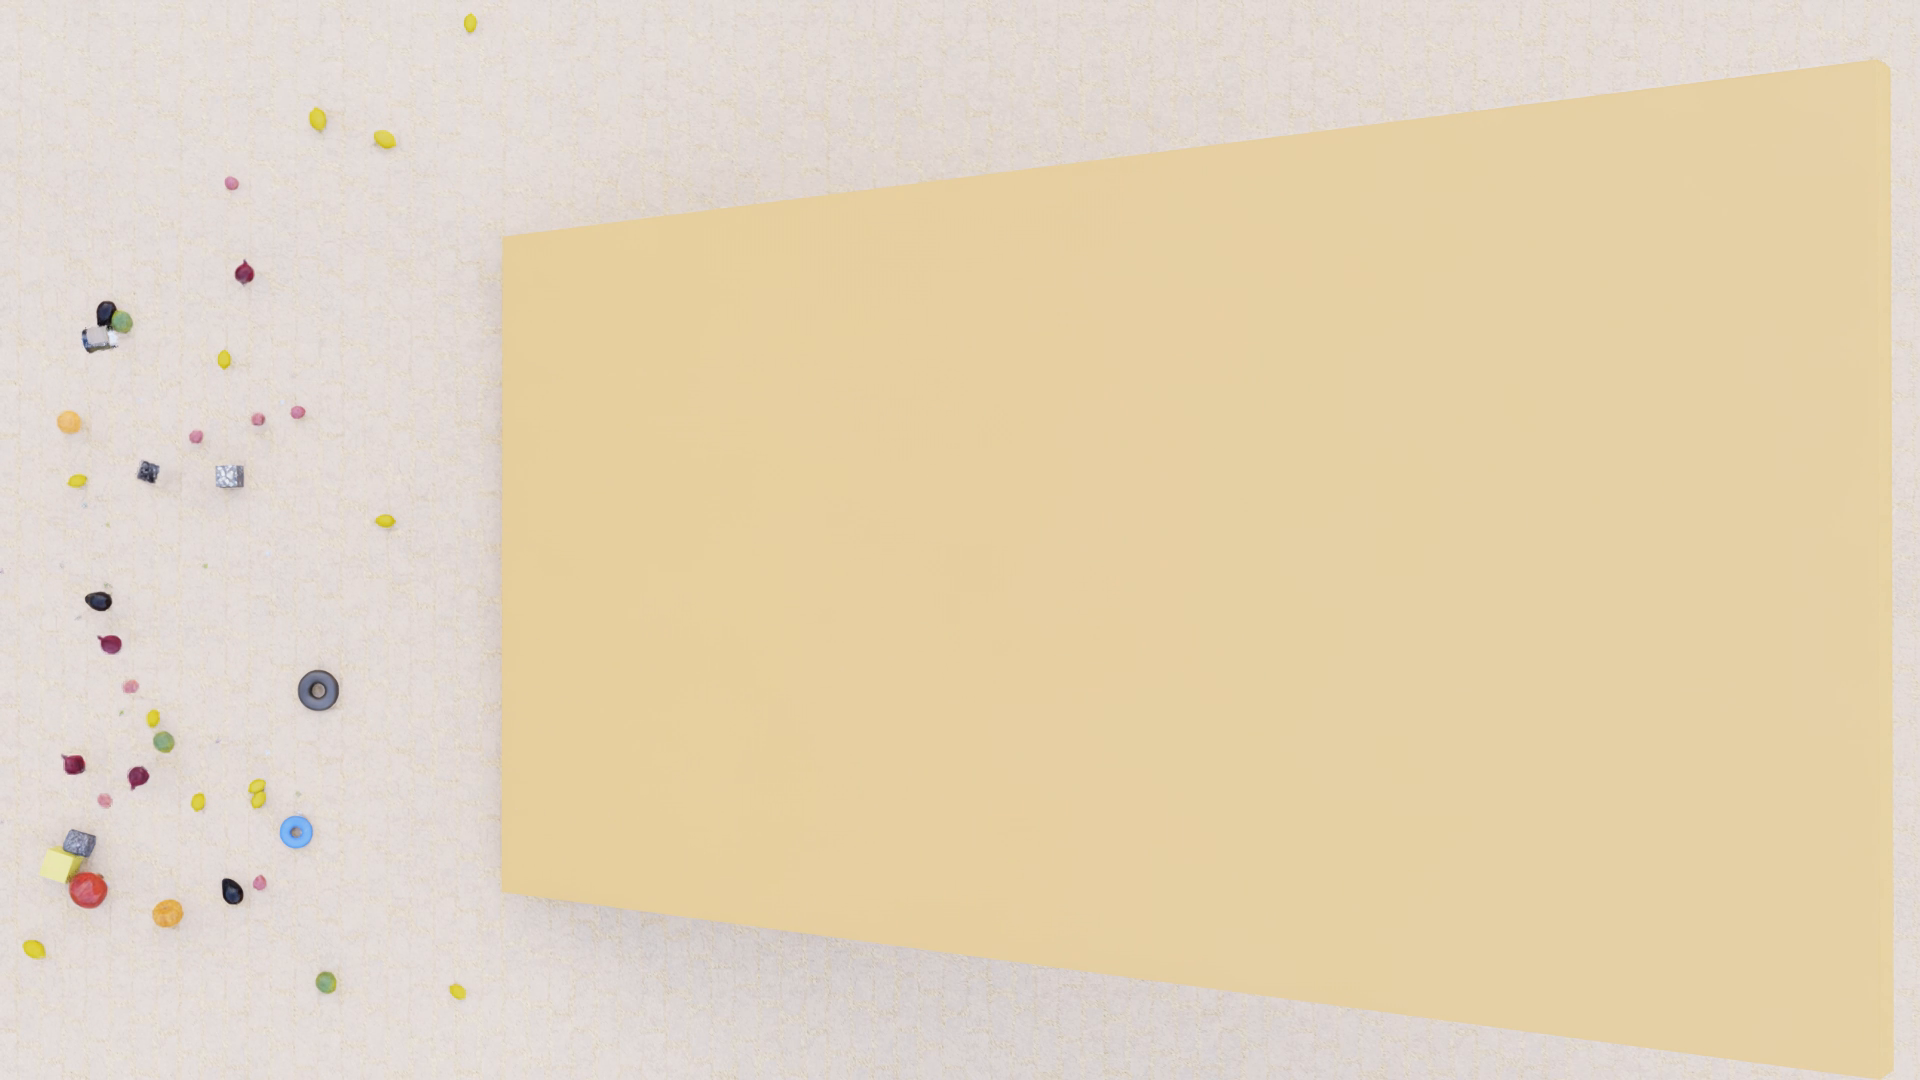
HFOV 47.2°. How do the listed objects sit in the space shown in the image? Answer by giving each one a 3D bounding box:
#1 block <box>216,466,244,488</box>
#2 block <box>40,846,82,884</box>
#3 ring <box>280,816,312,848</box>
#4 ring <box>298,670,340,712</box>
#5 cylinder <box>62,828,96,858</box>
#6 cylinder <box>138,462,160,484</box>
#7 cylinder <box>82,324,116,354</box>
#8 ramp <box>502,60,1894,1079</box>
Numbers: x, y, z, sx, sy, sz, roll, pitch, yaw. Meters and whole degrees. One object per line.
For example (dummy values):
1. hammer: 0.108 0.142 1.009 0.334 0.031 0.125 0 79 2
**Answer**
1. block: -2.245 -0.196 6.761 0.065 0.065 0.065 -1 90 0
2. block: -2.755 0.995 6.744 0.083 0.083 0.083 19 90 0
3. ring: -2.043 0.899 6.769 0.102 0.034 0.102 0 91 0
4. ring: -1.975 0.463 6.768 0.129 0.043 0.129 0 90 1
5. cylinder: -2.703 0.931 6.751 0.070 0.070 0.070 20 90 8
6. cylinder: -2.496 -0.209 6.767 0.054 0.054 0.054 20 90 0
7. cylinder: -2.646 -0.617 6.759 0.076 0.076 0.076 -11 90 0
8. ramp: 0.232 0.065 5.550 4.000 0.100 2.000 0 89 37
